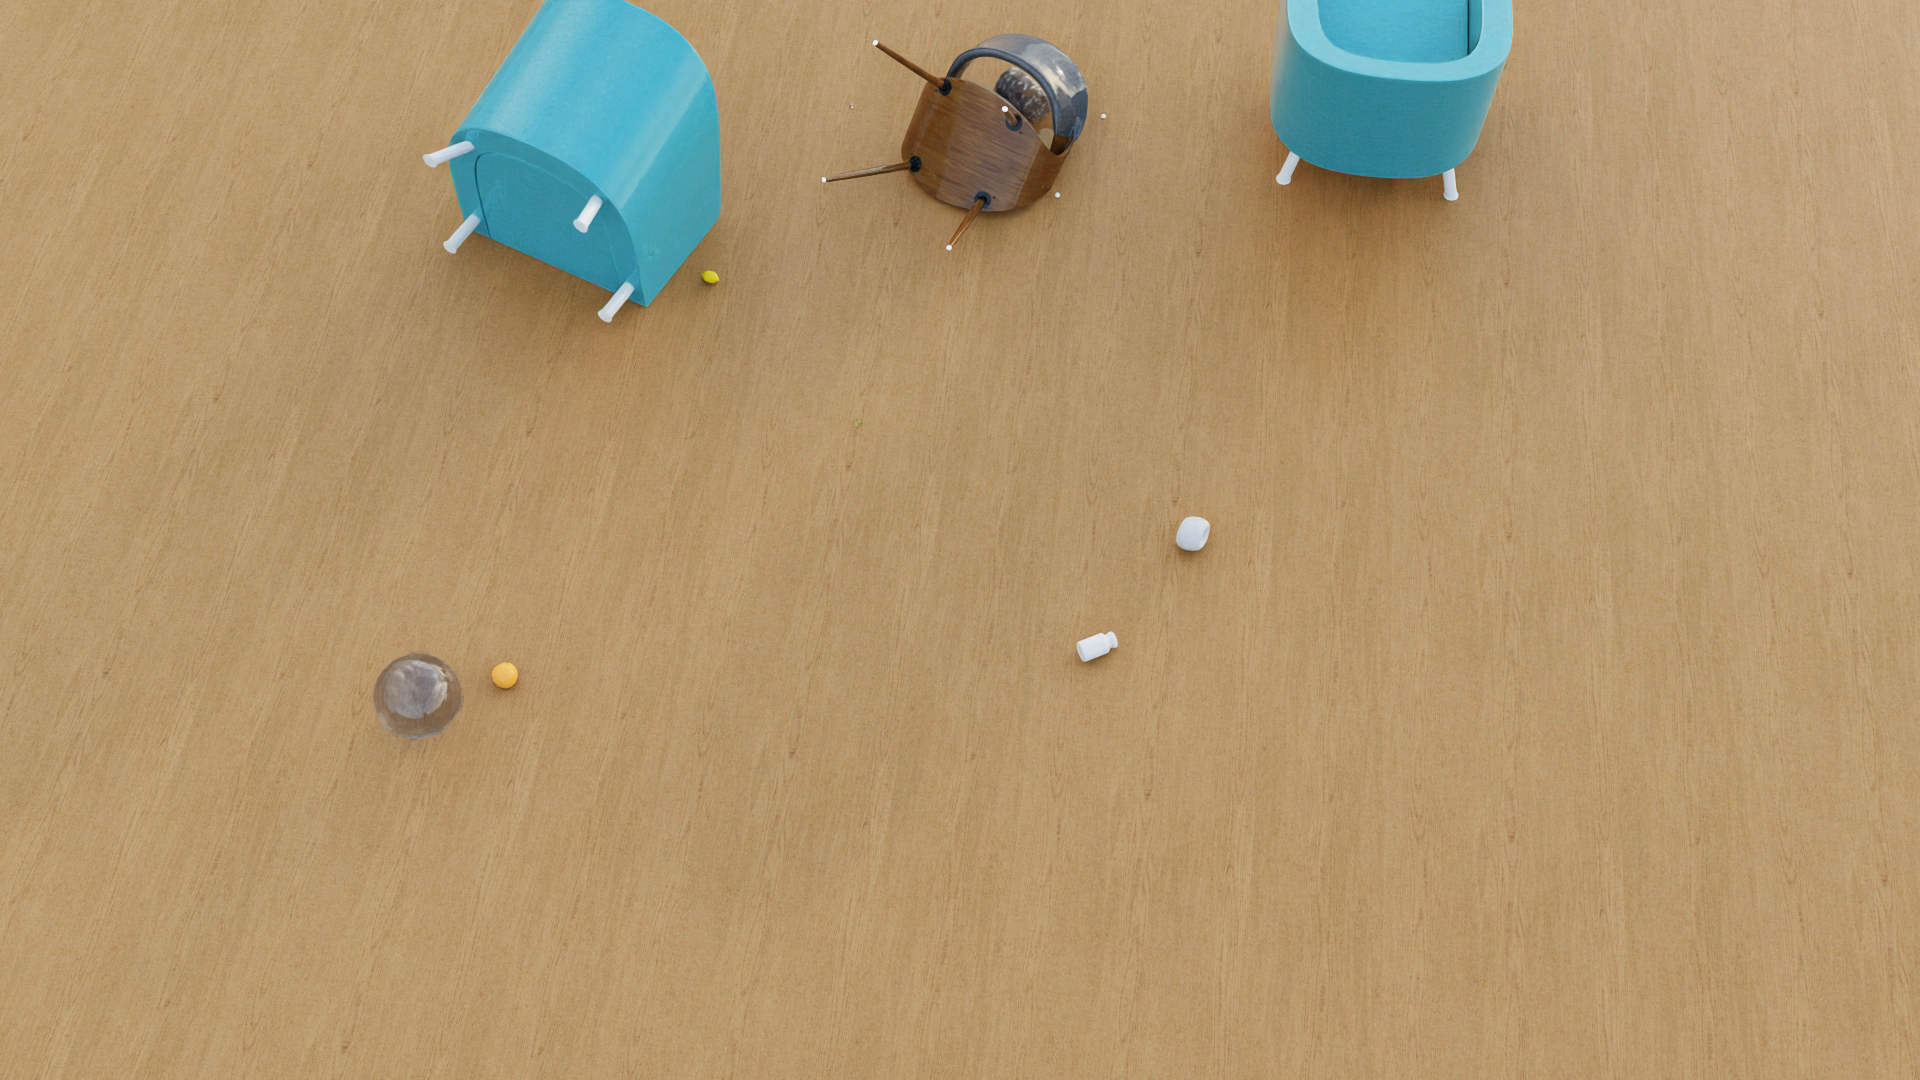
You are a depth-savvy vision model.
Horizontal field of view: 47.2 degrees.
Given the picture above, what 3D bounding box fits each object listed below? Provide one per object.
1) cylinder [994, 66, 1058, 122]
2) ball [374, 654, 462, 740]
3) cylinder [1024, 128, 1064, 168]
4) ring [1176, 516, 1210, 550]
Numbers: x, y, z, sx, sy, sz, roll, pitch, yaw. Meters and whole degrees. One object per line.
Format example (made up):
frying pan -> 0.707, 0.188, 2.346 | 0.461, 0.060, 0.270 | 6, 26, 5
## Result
cylinder -> 0.225, -1.527, 7.529 | 0.172, 0.113, 0.134 | 41, 45, 24
ball -> -1.514, 0.436, 6.137 | 0.239, 0.239, 0.239 | 0, 56, 0
cylinder -> 0.285, -1.319, 7.409 | 0.096, 0.083, 0.107 | 29, 61, 11
ring -> 0.693, -0.019, 6.538 | 0.074, 0.083, 0.121 | 14, 47, 23
